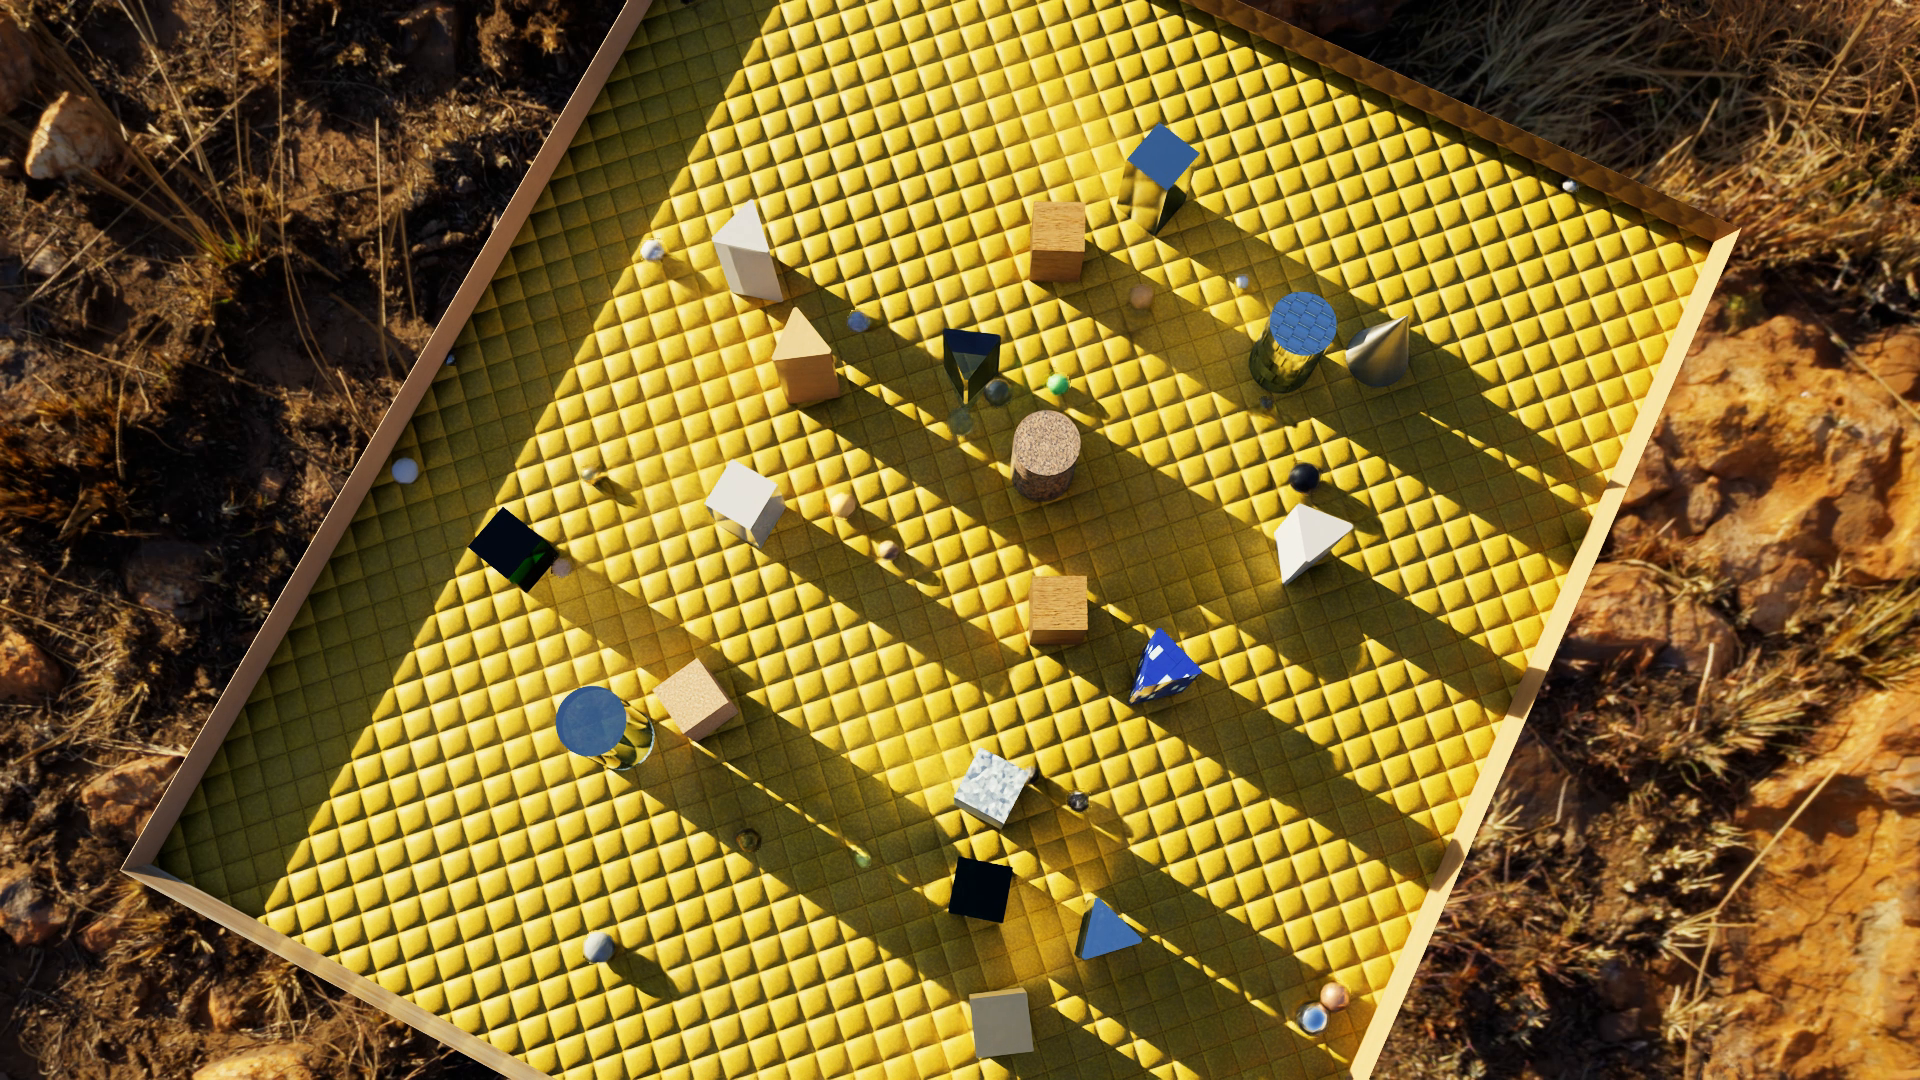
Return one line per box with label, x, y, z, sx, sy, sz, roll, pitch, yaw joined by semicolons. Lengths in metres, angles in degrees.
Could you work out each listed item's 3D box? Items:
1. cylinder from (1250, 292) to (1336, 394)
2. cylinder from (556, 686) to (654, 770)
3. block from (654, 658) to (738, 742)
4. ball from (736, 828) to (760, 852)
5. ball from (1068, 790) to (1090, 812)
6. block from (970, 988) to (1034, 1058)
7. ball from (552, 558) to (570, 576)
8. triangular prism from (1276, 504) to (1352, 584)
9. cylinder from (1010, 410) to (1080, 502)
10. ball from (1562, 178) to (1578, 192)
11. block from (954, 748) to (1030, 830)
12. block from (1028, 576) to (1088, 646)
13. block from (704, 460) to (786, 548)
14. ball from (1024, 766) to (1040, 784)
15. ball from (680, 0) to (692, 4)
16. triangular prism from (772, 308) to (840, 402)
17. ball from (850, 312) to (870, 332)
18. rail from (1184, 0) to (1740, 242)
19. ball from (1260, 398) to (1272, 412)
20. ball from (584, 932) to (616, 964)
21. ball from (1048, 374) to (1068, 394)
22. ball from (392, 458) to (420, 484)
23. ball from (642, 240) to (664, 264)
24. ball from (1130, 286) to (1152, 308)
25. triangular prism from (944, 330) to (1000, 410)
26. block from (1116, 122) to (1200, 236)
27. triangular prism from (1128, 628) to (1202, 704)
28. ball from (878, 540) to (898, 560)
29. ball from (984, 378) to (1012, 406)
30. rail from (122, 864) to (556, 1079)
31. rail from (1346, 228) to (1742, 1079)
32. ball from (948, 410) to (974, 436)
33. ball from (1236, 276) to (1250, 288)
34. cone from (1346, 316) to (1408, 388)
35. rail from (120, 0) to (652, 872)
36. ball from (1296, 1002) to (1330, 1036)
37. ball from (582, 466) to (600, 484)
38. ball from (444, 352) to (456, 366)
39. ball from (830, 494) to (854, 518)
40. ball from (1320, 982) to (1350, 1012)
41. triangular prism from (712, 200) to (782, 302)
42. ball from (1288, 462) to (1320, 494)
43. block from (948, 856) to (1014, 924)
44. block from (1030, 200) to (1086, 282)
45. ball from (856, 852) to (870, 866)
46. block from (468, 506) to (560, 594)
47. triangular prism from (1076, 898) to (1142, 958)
cylinder;1.002;-0.592;5.539;0.196;0.392;0.196;0;78;0
cylinder;-1.014;0.545;5.264;0.196;0.469;0.196;0;78;0
block;-0.773;0.473;5.381;0.157;0.269;0.157;-35;80;-7
ball;-0.624;0.883;5.399;0.067;0.067;0.067;0;78;0
ball;0.351;0.774;5.424;0.064;0.064;0.064;0;78;0
block;0.113;1.353;5.150;0.157;0.365;0.157;-6;78;-1
ball;-1.213;0.081;5.572;0.054;0.054;0.054;0;78;0
triangular prism;1.012;-0.008;5.424;0.170;0.381;0.147;-37;81;-7
cylinder;0.253;-0.248;5.492;0.196;0.344;0.196;0;78;0
ball;1.940;-1.129;5.827;0.045;0.045;0.045;0;78;0
block;0.089;0.718;5.278;0.157;0.373;0.157;27;80;5
block;0.288;0.211;5.420;0.157;0.300;0.157;0;78;0
block;-0.640;-0.105;5.493;0.157;0.286;0.157;29;80;6
ball;0.211;0.699;5.446;0.052;0.052;0.052;0;78;0
ball;-0.890;-1.771;5.956;0.053;0.053;0.053;0;78;0
triangular prism;-0.466;-0.555;5.500;0.170;0.453;0.147;-8;78;-2
ball;-0.313;-0.682;5.725;0.064;0.064;0.064;0;78;0
rail;0.867;-1.691;5.900;3.462;0.127;0.045;26;80;5
ball;0.950;-0.420;5.683;0.041;0.041;0.041;0;78;0
ball;-1.048;1.184;5.326;0.090;0.090;0.090;0;78;0
ball;0.302;-0.484;5.684;0.064;0.064;0.064;0;78;0
ball;-1.699;-0.214;5.620;0.080;0.080;0.080;0;78;0
ball;-0.967;-0.908;5.768;0.072;0.072;0.072;0;78;0
ball;0.568;-0.760;5.737;0.071;0.071;0.071;0;78;0
triangular prism;0.010;-0.539;5.544;0.147;0.360;0.170;36;81;7
block;0.607;-1.107;5.654;0.157;0.376;0.157;39;81;7
triangular prism;0.572;0.360;5.318;0.170;0.440;0.147;-13;79;-3
ball;-0.218;0.032;5.578;0.062;0.062;0.062;0;78;0
ball;0.119;-0.456;5.668;0.085;0.085;0.085;0;78;0
rail;-0.867;1.704;5.198;3.462;0.127;0.045;26;80;5
rail;1.527;0.755;5.394;0.045;0.127;3.924;26;80;5
ball;0.004;-0.362;5.650;0.081;0.081;0.081;0;78;0
ball;0.889;-0.811;5.763;0.041;0.041;0.041;0;78;0
cone;1.306;-0.614;5.534;0.196;0.410;0.196;0;78;0
rail;-1.527;-0.741;5.704;0.045;0.127;3.924;26;80;5
ball;1.016;1.379;5.282;0.096;0.096;0.096;0;78;0
ball;-1.135;-0.199;5.629;0.056;0.056;0.056;0;78;0
ball;-1.590;-0.566;5.712;0.042;0.042;0.042;0;78;0
ball;-0.360;-0.106;5.600;0.076;0.076;0.076;0;78;0
ball;1.084;1.322;5.300;0.084;0.084;0.084;0;78;0
triangular prism;-0.625;-0.884;5.574;0.170;0.442;0.147;12;79;2
ball;1.053;-0.190;5.606;0.098;0.098;0.098;0;78;0
block;0.058;1.006;5.258;0.157;0.295;0.157;11;79;2
block;0.299;-0.920;5.667;0.157;0.273;0.157;2;78;0
ball;-0.285;0.940;5.399;0.044;0.044;0.044;0;78;0
block;-1.332;0.032;5.487;0.157;0.241;0.157;38;81;7
triangular prism;0.399;1.092;5.218;0.170;0.338;0.147;-16;79;-3
